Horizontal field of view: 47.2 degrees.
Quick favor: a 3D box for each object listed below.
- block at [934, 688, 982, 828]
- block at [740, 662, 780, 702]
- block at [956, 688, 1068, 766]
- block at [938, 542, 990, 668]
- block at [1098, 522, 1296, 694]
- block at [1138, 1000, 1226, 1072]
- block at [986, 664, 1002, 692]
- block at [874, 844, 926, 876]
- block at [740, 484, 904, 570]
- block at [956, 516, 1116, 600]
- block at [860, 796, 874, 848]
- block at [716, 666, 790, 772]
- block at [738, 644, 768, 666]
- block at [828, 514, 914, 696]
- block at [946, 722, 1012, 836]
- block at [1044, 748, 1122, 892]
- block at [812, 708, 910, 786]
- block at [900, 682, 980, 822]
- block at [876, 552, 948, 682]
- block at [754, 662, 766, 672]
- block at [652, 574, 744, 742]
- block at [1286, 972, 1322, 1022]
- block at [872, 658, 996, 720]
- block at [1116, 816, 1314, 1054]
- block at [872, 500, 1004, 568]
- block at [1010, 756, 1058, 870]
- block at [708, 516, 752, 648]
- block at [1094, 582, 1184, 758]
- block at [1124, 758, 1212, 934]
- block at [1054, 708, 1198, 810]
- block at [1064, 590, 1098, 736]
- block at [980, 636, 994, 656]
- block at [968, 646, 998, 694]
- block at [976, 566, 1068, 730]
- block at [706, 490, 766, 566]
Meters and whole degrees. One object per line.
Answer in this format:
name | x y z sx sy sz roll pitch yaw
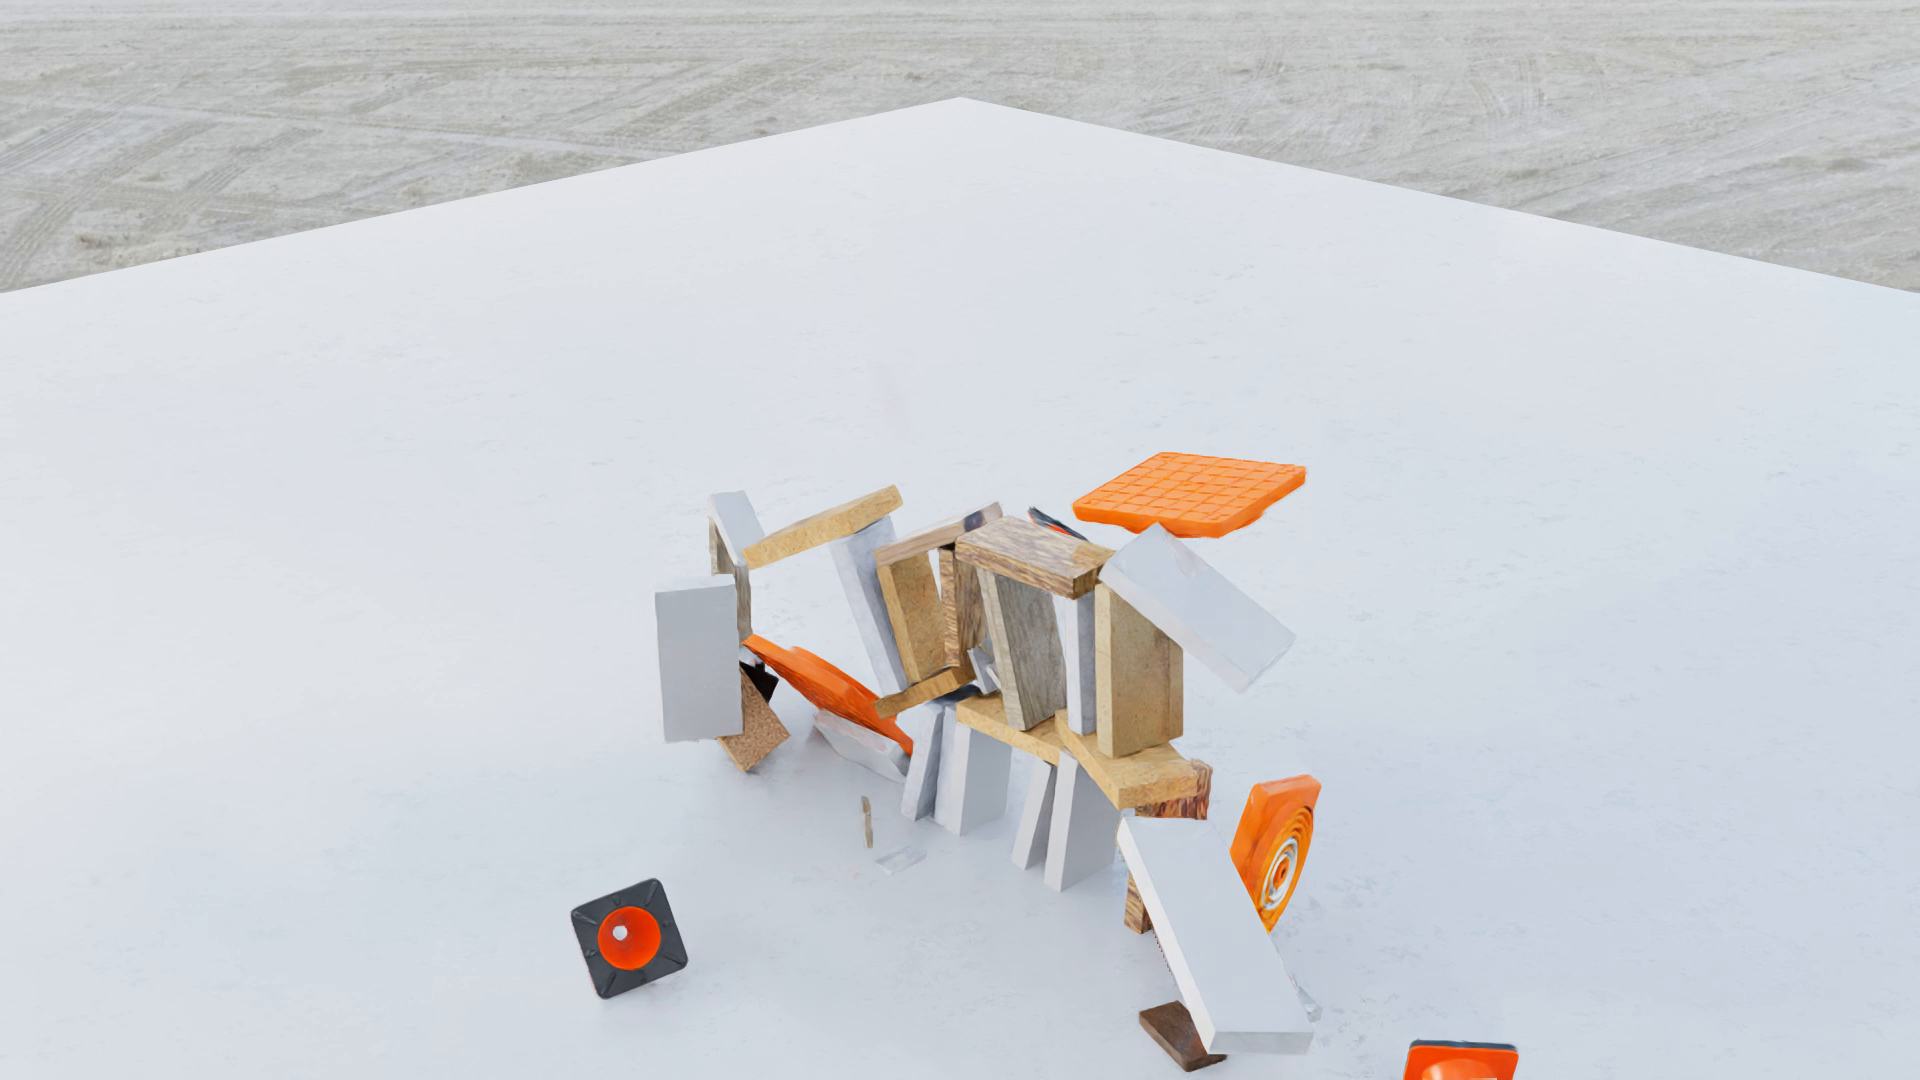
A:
block | 0.021 0.431 4.390 0.039 0.274 0.137 28 36 36
block | -0.499 0.315 4.707 0.035 0.123 0.246 20 -6 39
block | 0.136 0.348 4.203 0.266 0.038 0.133 20 32 39
block | 0.018 0.110 4.245 0.035 0.245 0.122 15 30 37
block | 0.411 0.115 3.818 0.319 0.045 0.160 40 45 15
block | 0.378 0.844 3.743 0.079 0.022 0.158 -11 25 -24
block | 0.093 0.275 4.232 0.046 0.013 0.092 -16 61 -43
block | -0.117 0.623 4.276 0.092 0.013 0.046 -20 30 -39
block | -0.281 -0.024 4.468 0.322 0.046 0.161 -19 8 42
block | 0.144 0.029 4.004 0.285 0.040 0.143 19 31 40
block | -0.180 0.548 4.270 0.013 0.092 0.046 -6 10 -8
block | -0.477 0.349 4.600 0.123 0.246 0.035 -38 10 -18
block | -0.483 0.248 4.858 0.116 0.016 0.058 21 31 41
block | -0.147 0.129 4.383 0.046 0.322 0.161 -13 12 36
block | 0.043 0.447 4.362 0.038 0.266 0.133 29 36 36
block | 0.242 0.507 4.167 0.153 0.305 0.043 -22 39 -39
block | -0.189 0.434 4.560 0.246 0.123 0.035 19 62 46
block | -0.039 0.424 4.409 0.039 0.274 0.137 32 37 29
block | -0.086 0.145 4.362 0.035 0.245 0.122 -5 17 38
block | -0.455 0.320 4.859 0.016 0.116 0.058 21 31 41
block | -0.530 0.241 4.453 0.161 0.354 0.046 -6 29 -11
block | 0.559 0.797 3.854 0.079 0.022 0.158 -9 25 -20
block | -0.041 0.285 4.382 0.137 0.039 0.274 -25 -1 -40
block | 0.391 0.608 3.431 0.160 0.045 0.488 4 31 -17
block | -0.043 -0.010 4.232 0.245 0.035 0.122 -19 6 44
block | 0.180 0.502 4.232 0.038 0.266 0.133 35 40 30
block | -0.500 0.089 4.800 0.025 0.322 0.087 20 30 41
block | 0.321 0.218 3.932 0.160 0.319 0.045 -14 23 -30
block | 0.382 0.563 4.040 0.153 0.305 0.043 -20 34 -38
block | 0.299 0.386 4.005 0.153 0.043 0.305 -8 25 -18
block | 0.263 0.202 4.014 0.143 0.285 0.040 -15 22 -30
block | 0.087 0.218 4.235 0.092 0.013 0.046 36 33 10
block | 0.050 0.248 4.248 0.046 0.092 0.013 -22 4 -42
block | 0.123 0.177 4.133 0.040 0.329 0.143 4 22 43
block | -0.471 -0.026 4.700 0.087 0.025 0.174 -7 58 -35
